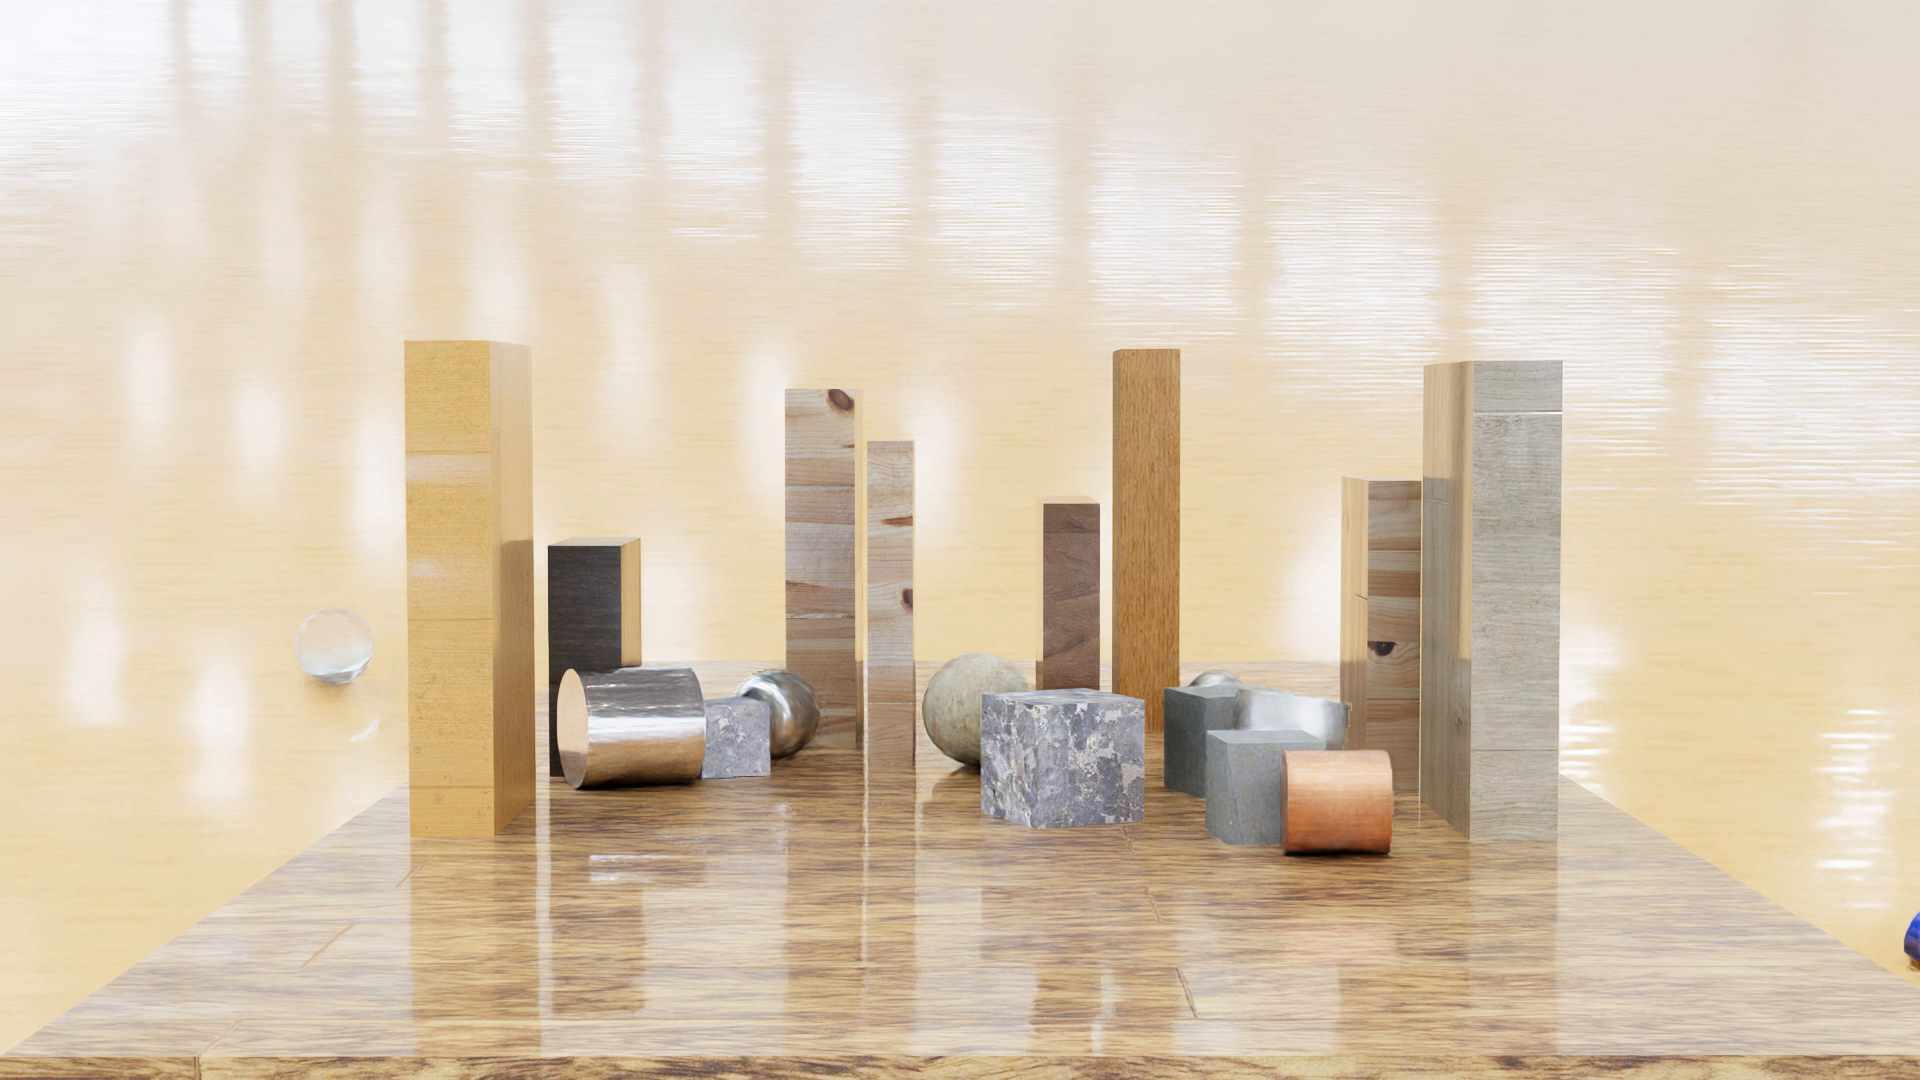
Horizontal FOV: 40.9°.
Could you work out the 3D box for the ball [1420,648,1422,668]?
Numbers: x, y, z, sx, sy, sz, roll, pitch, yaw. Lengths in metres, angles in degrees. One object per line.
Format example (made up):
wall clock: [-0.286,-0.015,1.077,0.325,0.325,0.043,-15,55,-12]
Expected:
ball: [0.935,0.284,5.503,0.146,0.146,0.146,0,22,0]

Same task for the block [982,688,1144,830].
block: [0.159,0.339,4.024,0.188,0.188,0.188,-2,3,-27]

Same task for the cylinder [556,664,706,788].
cylinder: [-0.559,0.315,4.361,0.202,0.202,0.202,-1,21,-24]

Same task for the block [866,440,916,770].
block: [-0.123,0.109,4.672,0.080,0.581,0.285,0,3,0]

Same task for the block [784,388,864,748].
block: [-0.263,0.043,5.045,0.131,0.675,0.430,0,3,0]

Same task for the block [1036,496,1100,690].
block: [0.179,0.174,4.332,0.092,0.486,0.381,0,3,0]

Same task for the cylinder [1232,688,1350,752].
cylinder: [0.510,0.331,4.027,0.176,0.176,0.176,8,-2,0]

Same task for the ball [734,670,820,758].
ball: [-0.337,0.319,4.692,0.161,0.161,0.161,0,22,0]

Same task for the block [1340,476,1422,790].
block: [0.722,0.152,4.431,0.089,0.518,0.301,0,3,0]

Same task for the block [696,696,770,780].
block: [-0.413,0.346,4.508,0.125,0.125,0.125,-1,3,-23]

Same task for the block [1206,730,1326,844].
block: [0.455,0.367,3.841,0.149,0.149,0.149,0,3,-7]

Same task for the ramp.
ramp: [0.050,0.457,4.533,2.000,0.100,4.000,0,3,0]

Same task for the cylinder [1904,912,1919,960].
cylinder: [2.029,0.831,5.316,0.108,0.108,0.108,-19,30,-38]

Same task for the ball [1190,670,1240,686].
ball: [0.505,0.318,5.078,0.122,0.122,0.122,0,22,0]

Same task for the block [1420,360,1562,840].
block: [0.817,0.080,3.982,0.130,0.708,0.408,0,3,0]

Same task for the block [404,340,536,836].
block: [-0.759,0.064,4.010,0.126,0.739,0.381,0,3,0]

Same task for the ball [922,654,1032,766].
ball: [0.032,0.303,4.601,0.201,0.201,0.201,0,22,0]

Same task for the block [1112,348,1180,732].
block: [0.374,-0.005,5.197,0.117,0.755,0.276,0,3,0]

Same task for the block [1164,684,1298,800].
block: [0.451,0.335,4.304,0.166,0.166,0.166,-1,3,-20]

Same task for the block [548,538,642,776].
block: [-0.650,0.203,4.599,0.126,0.402,0.290,0,3,0]

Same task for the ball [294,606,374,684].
ball: [-1.606,0.272,6.599,0.200,0.200,0.200,0,22,0]
